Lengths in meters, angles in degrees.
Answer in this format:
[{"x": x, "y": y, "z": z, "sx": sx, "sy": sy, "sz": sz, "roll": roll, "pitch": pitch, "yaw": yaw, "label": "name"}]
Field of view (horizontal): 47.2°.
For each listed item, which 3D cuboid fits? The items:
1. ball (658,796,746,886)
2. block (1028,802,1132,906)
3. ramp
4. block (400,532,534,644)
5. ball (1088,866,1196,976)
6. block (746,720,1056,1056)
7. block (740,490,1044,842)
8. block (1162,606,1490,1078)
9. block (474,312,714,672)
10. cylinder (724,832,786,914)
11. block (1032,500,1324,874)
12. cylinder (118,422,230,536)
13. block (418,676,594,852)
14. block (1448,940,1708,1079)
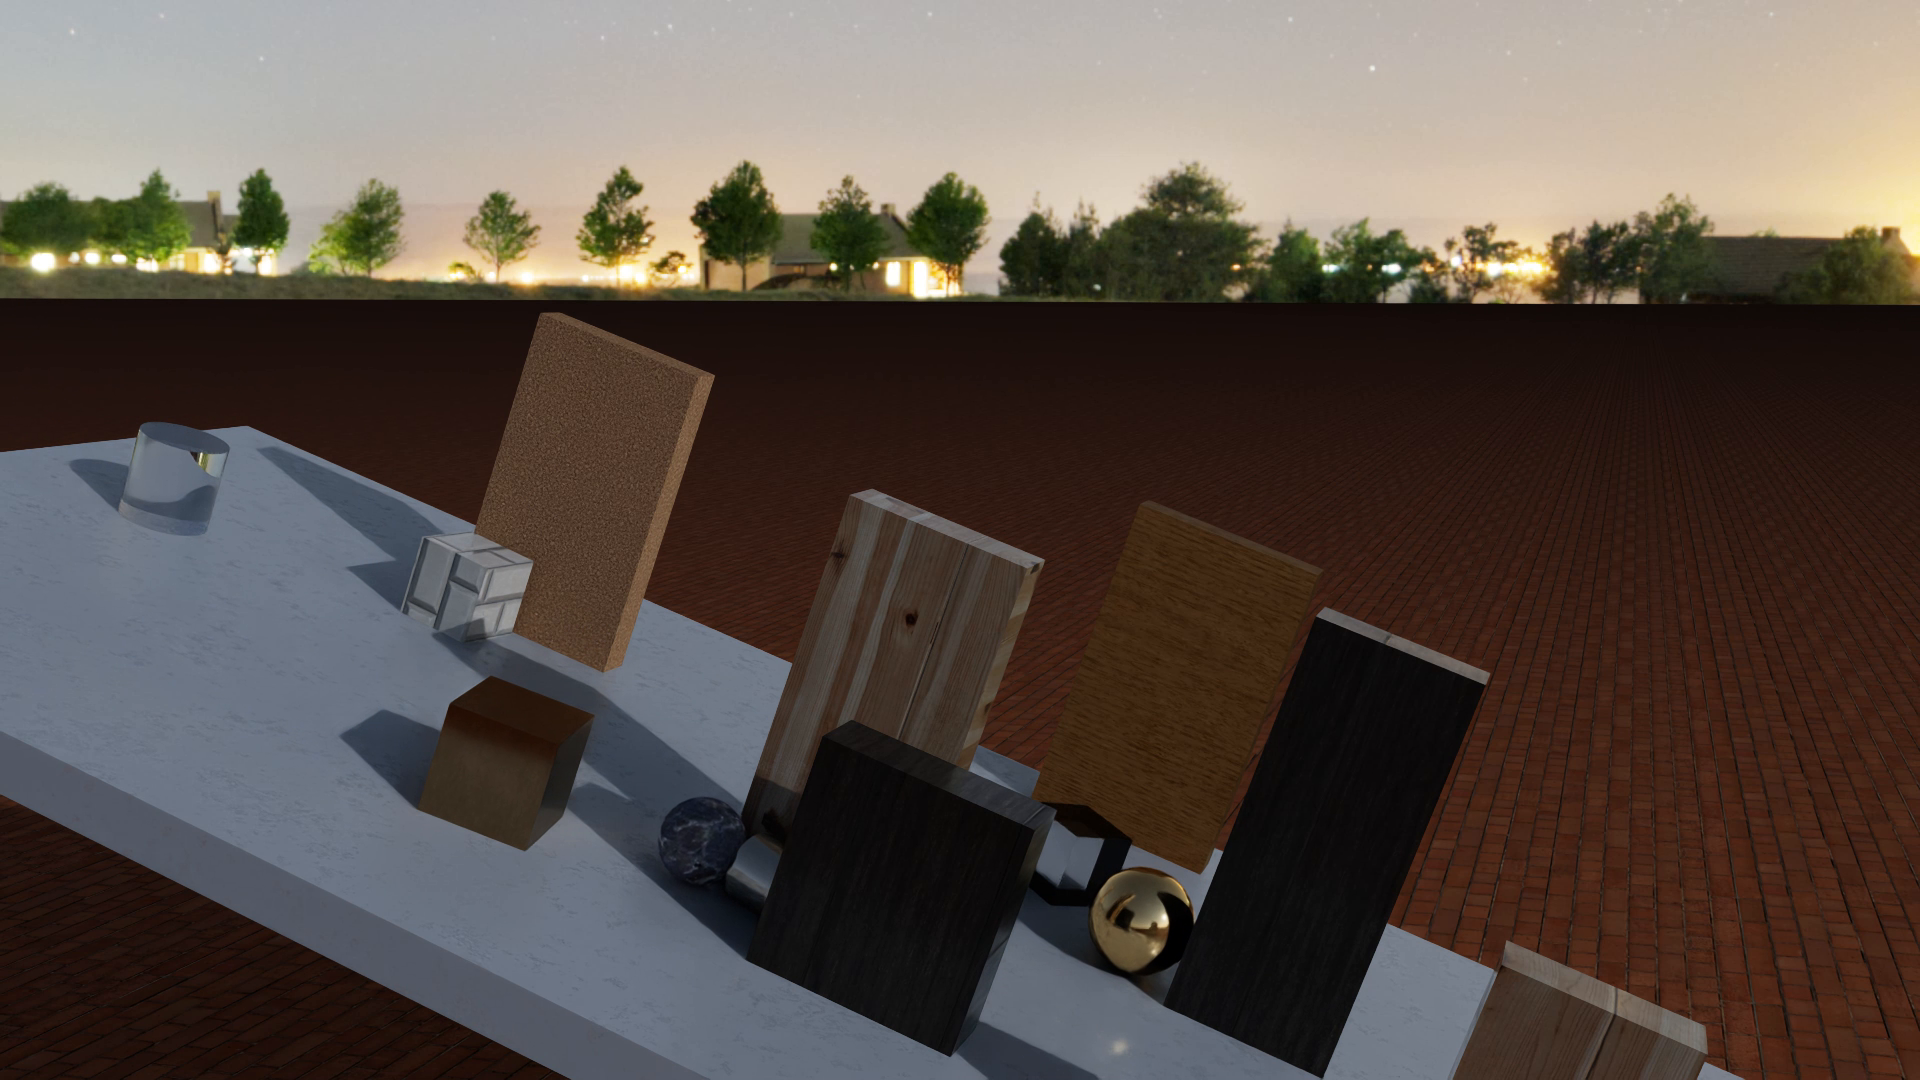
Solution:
[{"x": -0.447, "y": 0.524, "z": 3.818, "sx": 0.154, "sy": 0.154, "sz": 0.154, "roll": 0, "pitch": 7, "yaw": 0, "label": "ball"}, {"x": 0.219, "y": 0.628, "z": 4.393, "sx": 0.151, "sy": 0.151, "sz": 0.151, "roll": 9, "pitch": 16, "yaw": -39, "label": "block"}, {"x": -0.334, "y": 0.611, "z": 4.211, "sx": 4.000, "sy": 0.100, "sz": 2.000, "roll": 22, "pitch": 13, "yaw": 14, "label": "ramp"}, {"x": -1.051, "y": 0.099, "z": 4.693, "sx": 0.172, "sy": 0.172, "sz": 0.172, "roll": 24, "pitch": 13, "yaw": 19, "label": "block"}, {"x": 0.338, "y": 0.711, "z": 4.100, "sx": 0.200, "sy": 0.200, "sz": 0.200, "roll": 0, "pitch": 7, "yaw": 0, "label": "ball"}, {"x": -0.097, "y": 0.563, "z": 3.584, "sx": 0.375, "sy": 0.407, "sz": 0.137, "roll": 22, "pitch": 13, "yaw": 14, "label": "block"}, {"x": -0.139, "y": 0.314, "z": 3.849, "sx": 0.335, "sy": 0.727, "sz": 0.115, "roll": 22, "pitch": 13, "yaw": 14, "label": "block"}, {"x": 0.654, "y": 0.543, "z": 3.951, "sx": 0.312, "sy": 0.778, "sz": 0.118, "roll": 22, "pitch": 13, "yaw": 14, "label": "block"}, {"x": -0.816, "y": -0.104, "z": 4.741, "sx": 0.385, "sy": 0.678, "sz": 0.089, "roll": 22, "pitch": 13, "yaw": 14, "label": "block"}, {"x": -0.315, "y": 0.590, "z": 3.792, "sx": 0.127, "sy": 0.127, "sz": 0.127, "roll": 27, "pitch": 21, "yaw": 31, "label": "cylinder"}, {"x": 0.468, "y": 0.320, "z": 4.798, "sx": 0.408, "sy": 0.710, "sz": 0.092, "roll": 22, "pitch": 13, "yaw": 14, "label": "block"}, {"x": -1.677, "y": -0.131, "z": 4.694, "sx": 0.187, "sy": 0.187, "sz": 0.187, "roll": 19, "pitch": 12, "yaw": -4, "label": "cylinder"}, {"x": -0.782, "y": 0.383, "z": 3.803, "sx": 0.200, "sy": 0.200, "sz": 0.200, "roll": 20, "pitch": 12, "yaw": 4, "label": "block"}, {"x": 0.755, "y": 0.889, "z": 2.983, "sx": 0.278, "sy": 0.616, "sz": 0.113, "roll": 22, "pitch": 13, "yaw": 14, "label": "block"}]
